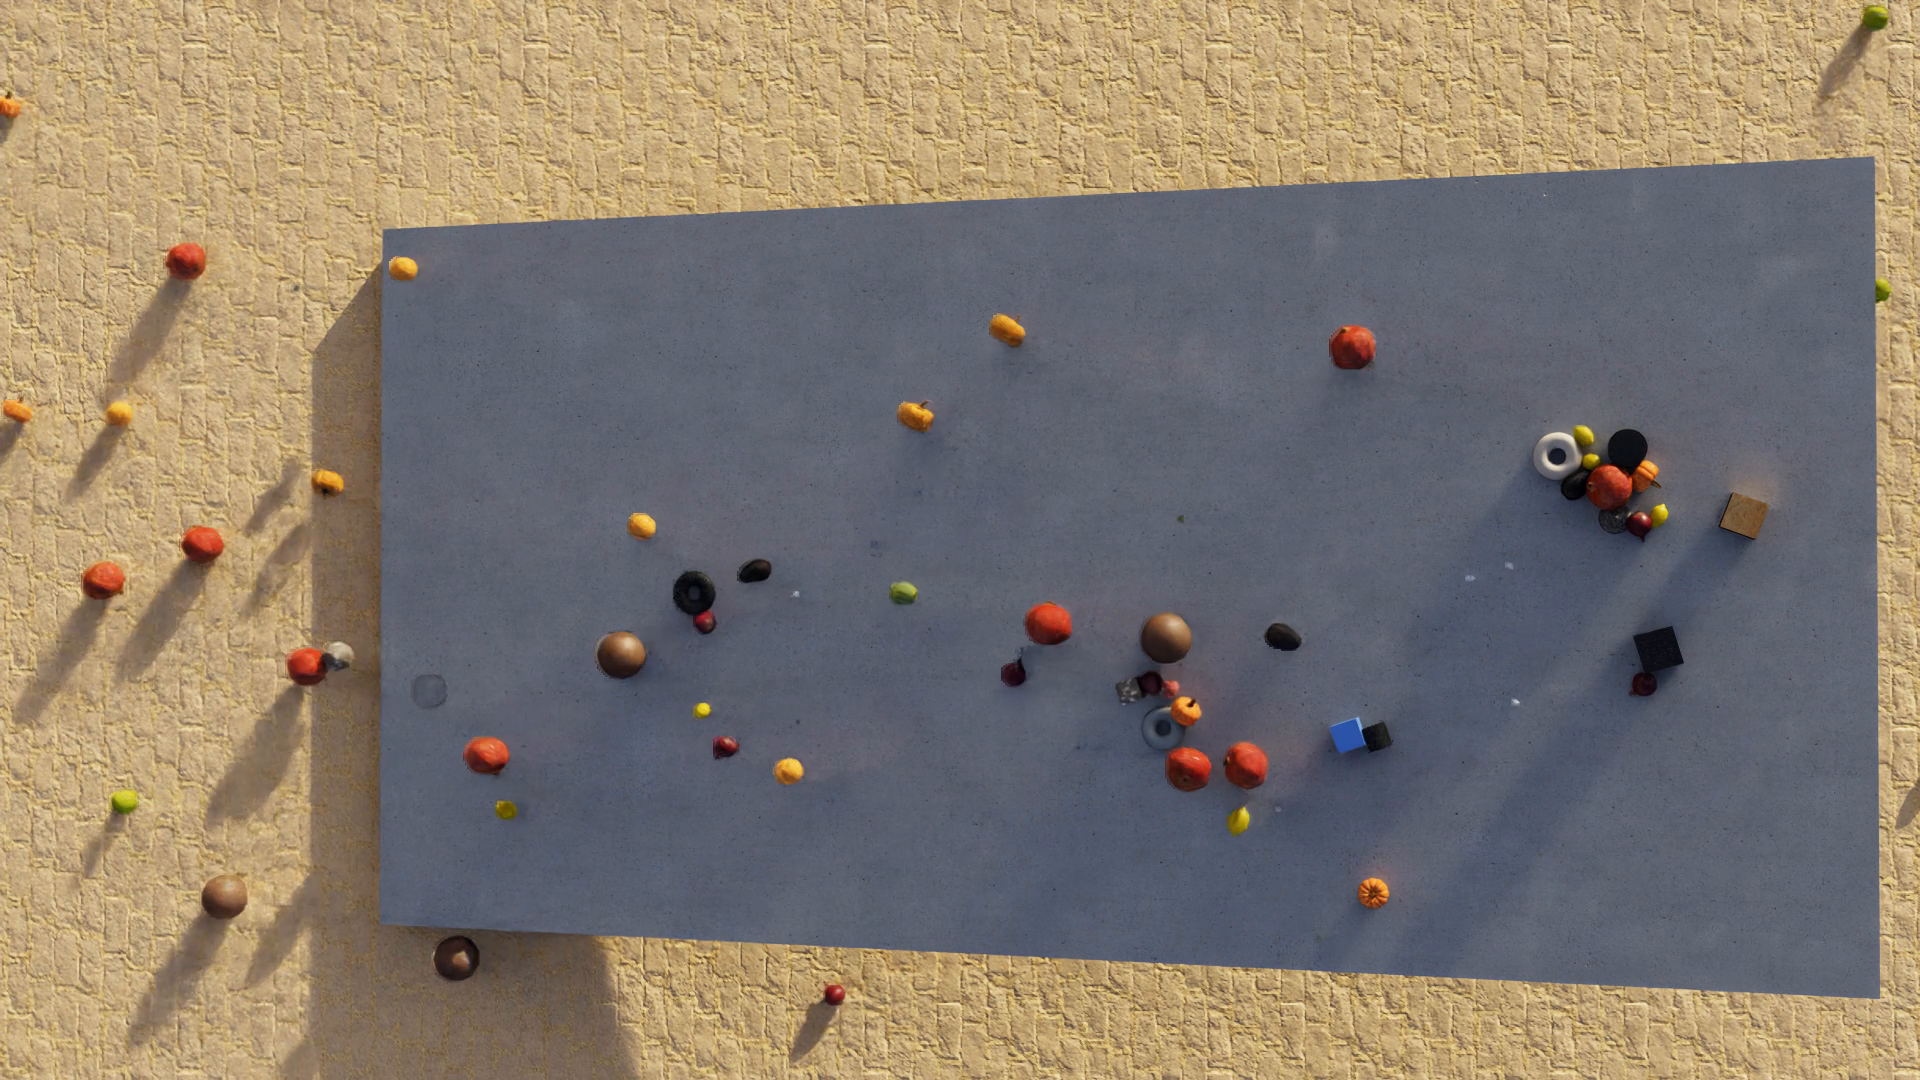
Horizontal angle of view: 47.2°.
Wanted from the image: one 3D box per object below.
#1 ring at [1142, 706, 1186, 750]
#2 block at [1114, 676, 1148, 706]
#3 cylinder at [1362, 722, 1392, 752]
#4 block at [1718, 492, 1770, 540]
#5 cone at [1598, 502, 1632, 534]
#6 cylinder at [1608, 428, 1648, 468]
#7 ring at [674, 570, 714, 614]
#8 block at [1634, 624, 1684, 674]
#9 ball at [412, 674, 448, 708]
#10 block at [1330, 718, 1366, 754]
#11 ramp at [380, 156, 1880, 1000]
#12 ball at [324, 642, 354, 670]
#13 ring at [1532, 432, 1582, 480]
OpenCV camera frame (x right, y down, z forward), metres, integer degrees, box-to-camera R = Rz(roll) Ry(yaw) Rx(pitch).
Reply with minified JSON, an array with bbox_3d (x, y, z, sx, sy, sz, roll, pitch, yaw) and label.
[{"bbox_3d":[0.524,0.486,5.670,0.116,0.039,0.116,-1,87,17],"label":"ring"},{"bbox_3d":[0.442,0.389,5.685,0.058,0.058,0.058,-20,84,15],"label":"block"},{"bbox_3d":[1.045,0.493,5.508,0.060,0.060,0.060,-19,84,0],"label":"cylinder"},{"bbox_3d":[1.875,-0.057,5.262,0.087,0.087,0.087,22,95,15],"label":"block"},{"bbox_3d":[1.593,-0.054,5.348,0.079,0.079,0.079,0,89,16],"label":"cone"},{"bbox_3d":[1.620,-0.221,5.336,0.091,0.091,0.091,0,89,16],"label":"cylinder"},{"bbox_3d":[-0.730,0.145,6.037,0.122,0.041,0.122,0,90,15],"label":"ring"},{"bbox_3d":[1.685,0.264,5.309,0.093,0.093,0.093,-17,84,15],"label":"block"},{"bbox_3d":[-1.498,0.426,6.225,0.097,0.097,0.097,0,89,0],"label":"ball"},{"bbox_3d":[0.976,0.490,5.523,0.069,0.069,0.069,-21,84,15],"label":"block"},{"bbox_3d":[0.270,0.096,5.821,4.000,0.100,2.000,0,89,16],"label":"ramp"},{"bbox_3d":[-1.789,0.334,6.326,0.083,0.083,0.083,0,89,0],"label":"ball"},{"bbox_3d":[1.469,-0.205,5.407,0.118,0.039,0.118,-1,88,16],"label":"ring"}]
